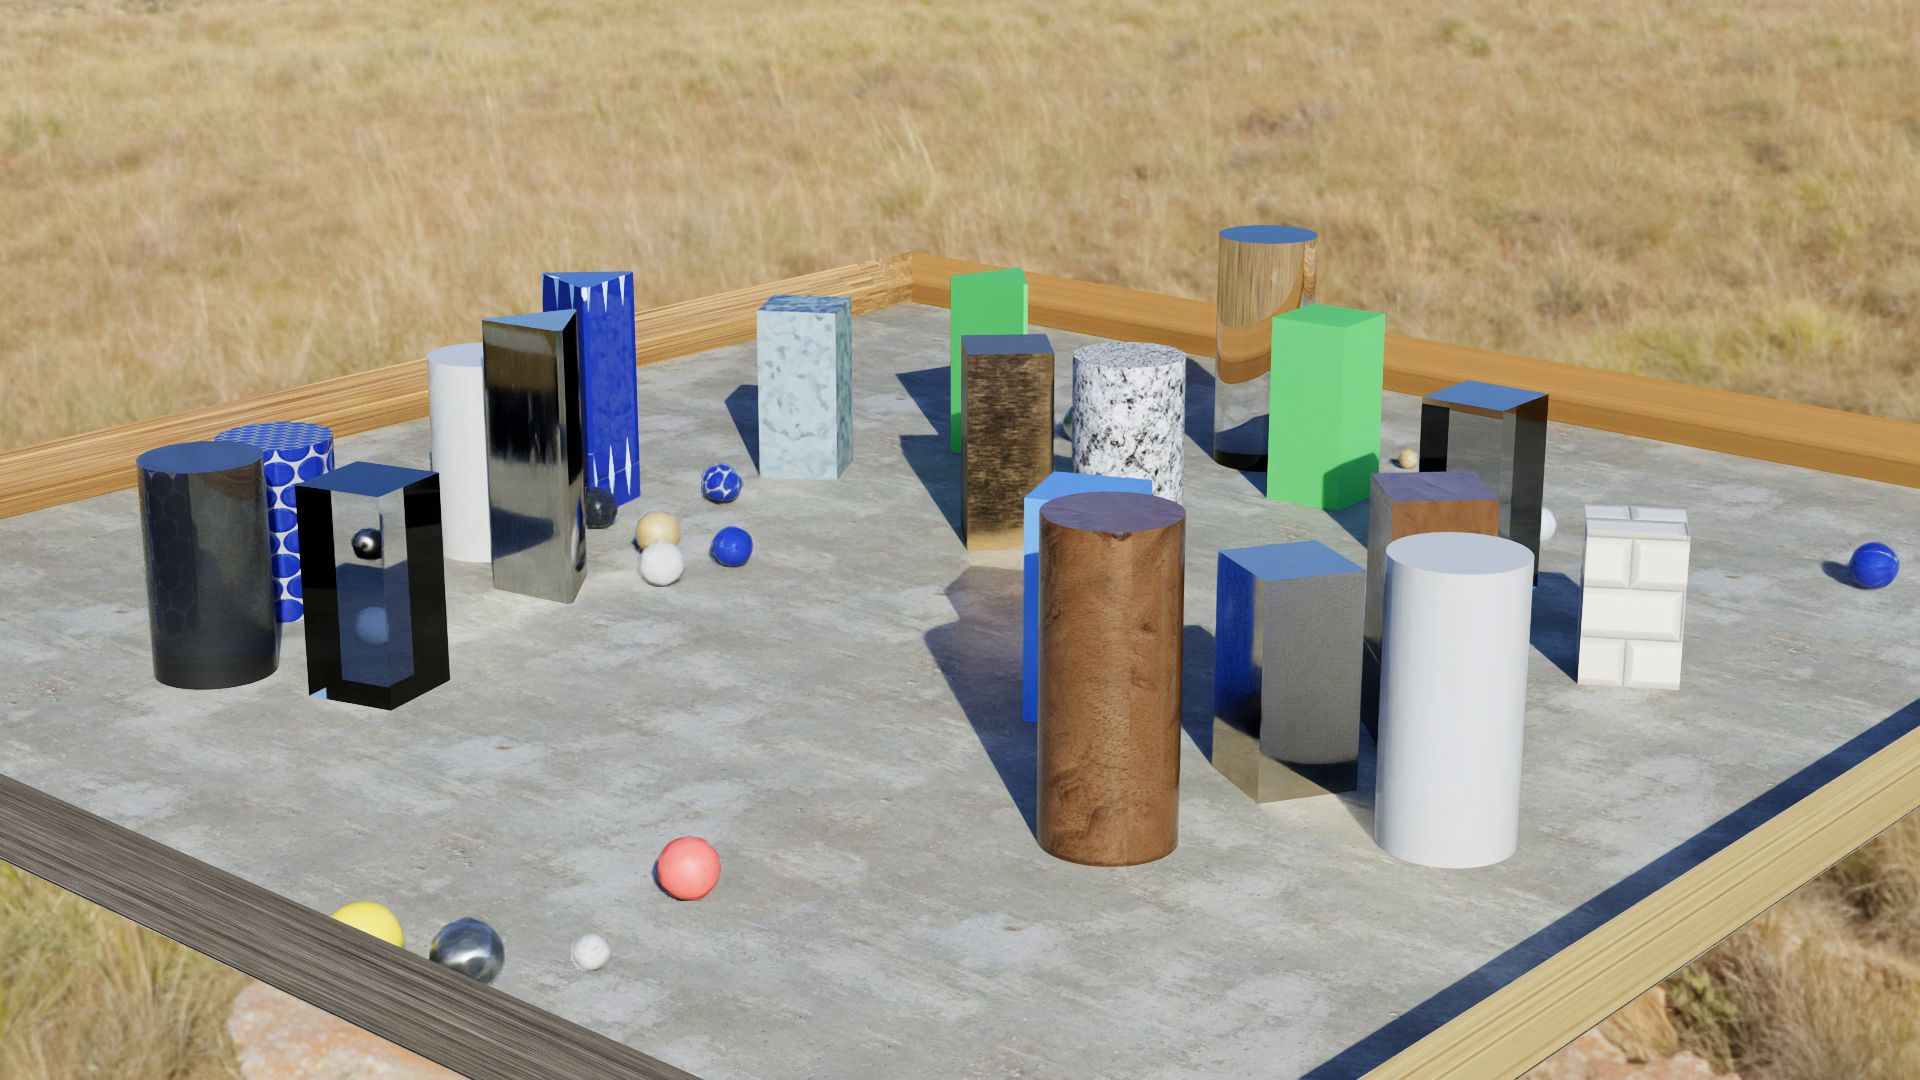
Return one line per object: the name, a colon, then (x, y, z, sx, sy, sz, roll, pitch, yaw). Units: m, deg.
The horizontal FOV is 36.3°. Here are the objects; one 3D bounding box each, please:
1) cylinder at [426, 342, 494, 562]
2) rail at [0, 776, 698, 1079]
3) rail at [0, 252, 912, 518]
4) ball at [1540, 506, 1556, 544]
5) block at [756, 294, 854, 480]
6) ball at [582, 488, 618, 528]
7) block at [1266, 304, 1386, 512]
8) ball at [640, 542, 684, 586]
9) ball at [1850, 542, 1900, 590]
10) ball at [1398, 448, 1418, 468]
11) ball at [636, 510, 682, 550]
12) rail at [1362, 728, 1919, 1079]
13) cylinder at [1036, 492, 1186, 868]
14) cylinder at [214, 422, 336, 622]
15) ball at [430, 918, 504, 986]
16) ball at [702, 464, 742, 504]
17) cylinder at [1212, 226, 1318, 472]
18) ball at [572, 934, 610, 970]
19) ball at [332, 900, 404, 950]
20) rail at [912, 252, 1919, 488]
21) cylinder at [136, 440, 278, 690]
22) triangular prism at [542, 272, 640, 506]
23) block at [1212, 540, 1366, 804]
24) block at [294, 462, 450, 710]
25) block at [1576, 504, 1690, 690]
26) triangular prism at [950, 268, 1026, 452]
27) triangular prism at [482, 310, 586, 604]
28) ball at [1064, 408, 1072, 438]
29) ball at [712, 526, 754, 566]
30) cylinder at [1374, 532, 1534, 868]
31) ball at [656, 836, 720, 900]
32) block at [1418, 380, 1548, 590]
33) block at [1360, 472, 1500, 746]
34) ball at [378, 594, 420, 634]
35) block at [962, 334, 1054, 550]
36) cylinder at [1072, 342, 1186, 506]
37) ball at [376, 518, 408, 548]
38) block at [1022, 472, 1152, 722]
cylinder: (-0.866, -0.162, 5.360, 0.197, 0.363, 0.197, 0, 17, 0)
rail: (-1.135, 0.409, 3.869, 3.374, 0.128, 0.045, 14, 22, 39)
rail: (-1.256, -0.283, 6.164, 0.045, 0.128, 3.509, 14, 22, 39)
ball: (1.067, -0.028, 5.421, 0.072, 0.072, 0.072, 0, 17, 0)
block: (-0.310, -0.307, 5.883, 0.158, 0.340, 0.158, 3, 17, 9)
ball: (-0.683, -0.061, 5.519, 0.077, 0.077, 0.077, 0, 17, 0)
block: (0.709, -0.259, 5.688, 0.158, 0.361, 0.158, 12, 21, 35)
ball: (-0.527, 0.042, 5.177, 0.079, 0.079, 0.079, 0, 17, 0)
ball: (1.608, 0.045, 5.158, 0.083, 0.083, 0.083, 0, 17, 0)
ball: (0.906, -0.164, 5.927, 0.041, 0.041, 0.041, 0, 17, 0)
ball: (-0.551, -0.012, 5.348, 0.083, 0.083, 0.083, 0, 17, 0)
rail: (1.256, 0.347, 4.076, 0.045, 0.128, 3.509, 14, 22, 39)
cylinder: (0.205, 0.189, 4.005, 0.197, 0.474, 0.197, 0, 17, 0)
cylinder: (-1.168, -0.032, 5.036, 0.197, 0.302, 0.197, 0, 17, 0)
ball: (-0.606, 0.510, 3.604, 0.091, 0.091, 0.091, 0, 17, 0)
ball: (-0.460, -0.110, 5.684, 0.077, 0.077, 0.077, 0, 17, 0)
cylinder: (0.617, -0.389, 5.934, 0.197, 0.466, 0.197, 0, 17, 0)
ball: (-0.461, 0.515, 3.664, 0.046, 0.046, 0.046, 0, 17, 0)
ball: (-0.739, 0.497, 3.633, 0.099, 0.099, 0.099, 0, 17, 0)
rail: (1.135, -0.345, 6.371, 3.374, 0.128, 0.045, 14, 22, 39)
cylinder: (-1.206, 0.039, 4.704, 0.197, 0.357, 0.197, 0, 17, 0)
triangular prism: (-0.688, -0.288, 5.636, 0.148, 0.446, 0.171, -11, 20, -33)
block: (0.474, 0.189, 4.246, 0.158, 0.334, 0.158, -6, 18, -19)
block: (-0.924, 0.070, 4.620, 0.158, 0.346, 0.158, 8, 18, 25)
block: (1.079, 0.090, 4.711, 0.158, 0.256, 0.158, 3, 17, 10)
triangular prism: (0.090, -0.367, 6.037, 0.171, 0.366, 0.148, 8, 19, 26)
triangular prism: (-0.710, -0.152, 5.119, 0.171, 0.484, 0.148, 10, 20, 30)
ball: (0.256, -0.245, 6.125, 0.080, 0.080, 0.080, 0, 17, 0)
ball: (-0.410, 0.011, 5.289, 0.073, 0.073, 0.073, 0, 17, 0)
cylinder: (0.673, 0.217, 4.009, 0.197, 0.417, 0.197, 0, 17, 0)
ball: (-0.358, 0.433, 3.870, 0.084, 0.084, 0.084, 0, 17, 0)
block: (0.908, -0.082, 5.115, 0.158, 0.351, 0.158, 13, 21, 38)
block: (0.704, 0.108, 4.411, 0.158, 0.393, 0.158, -1, 17, -4)
ball: (-0.942, 0.125, 4.920, 0.067, 0.067, 0.067, 0, 17, 0)
block: (0.086, -0.181, 5.414, 0.158, 0.369, 0.158, -1, 17, -4)
cylinder: (0.296, -0.129, 5.177, 0.197, 0.406, 0.197, 0, 17, 0)
ball: (-1.045, -0.012, 5.393, 0.058, 0.058, 0.058, 0, 17, 0)
block: (0.197, 0.093, 4.522, 0.158, 0.358, 0.158, 5, 18, 17)
